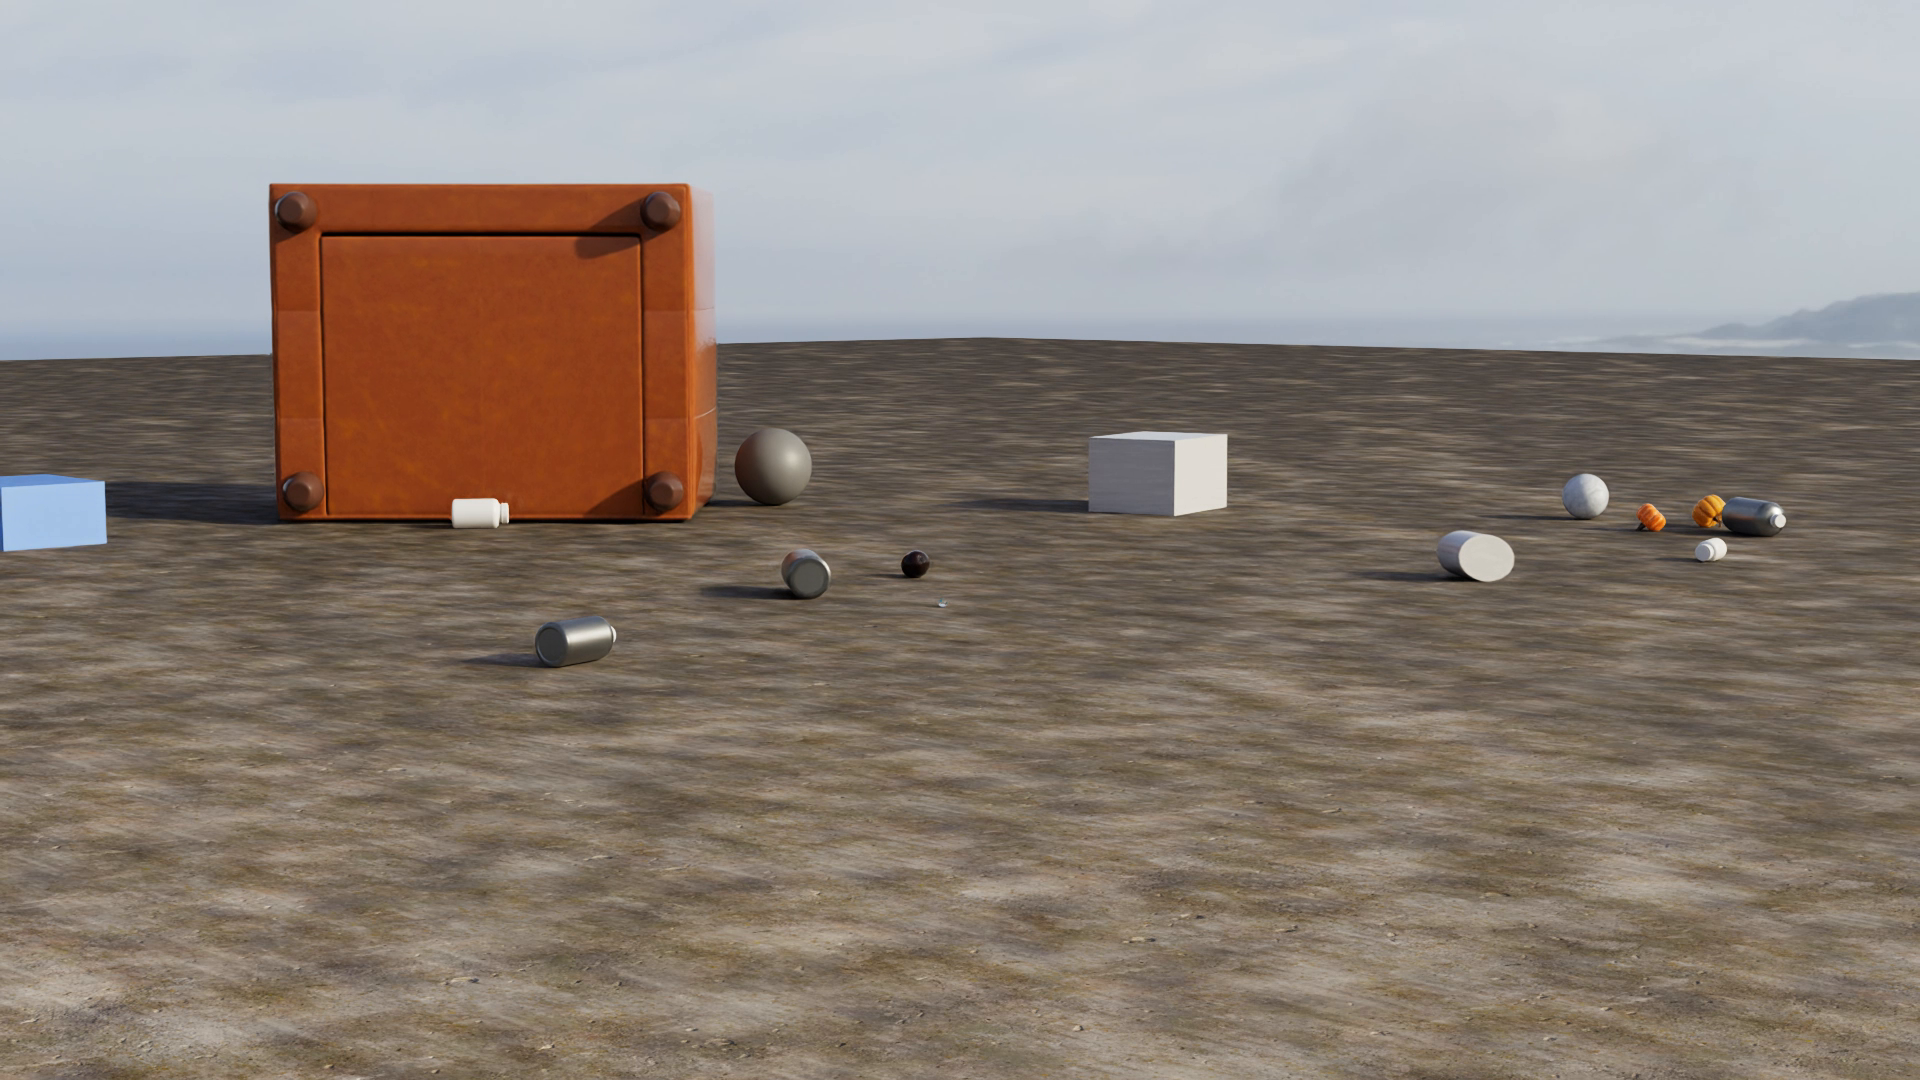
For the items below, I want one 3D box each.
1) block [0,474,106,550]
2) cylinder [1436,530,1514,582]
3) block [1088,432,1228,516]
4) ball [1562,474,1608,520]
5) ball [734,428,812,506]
[{"bbox_3d":[-2.315,-0.071,6.356,0.259,0.153,0.331,-6,8,-43],"label":"block"},{"bbox_3d":[1.121,0.034,5.584,0.137,0.100,0.099,9,3,-19],"label":"cylinder"},{"bbox_3d":[0.561,-0.191,7.253,0.270,0.207,0.323,4,7,32],"label":"block"},{"bbox_3d":[1.694,-0.118,6.951,0.124,0.124,0.124,0,6,0],"label":"ball"},{"bbox_3d":[-0.537,-0.211,7.376,0.222,0.222,0.222,0,6,0],"label":"ball"}]
